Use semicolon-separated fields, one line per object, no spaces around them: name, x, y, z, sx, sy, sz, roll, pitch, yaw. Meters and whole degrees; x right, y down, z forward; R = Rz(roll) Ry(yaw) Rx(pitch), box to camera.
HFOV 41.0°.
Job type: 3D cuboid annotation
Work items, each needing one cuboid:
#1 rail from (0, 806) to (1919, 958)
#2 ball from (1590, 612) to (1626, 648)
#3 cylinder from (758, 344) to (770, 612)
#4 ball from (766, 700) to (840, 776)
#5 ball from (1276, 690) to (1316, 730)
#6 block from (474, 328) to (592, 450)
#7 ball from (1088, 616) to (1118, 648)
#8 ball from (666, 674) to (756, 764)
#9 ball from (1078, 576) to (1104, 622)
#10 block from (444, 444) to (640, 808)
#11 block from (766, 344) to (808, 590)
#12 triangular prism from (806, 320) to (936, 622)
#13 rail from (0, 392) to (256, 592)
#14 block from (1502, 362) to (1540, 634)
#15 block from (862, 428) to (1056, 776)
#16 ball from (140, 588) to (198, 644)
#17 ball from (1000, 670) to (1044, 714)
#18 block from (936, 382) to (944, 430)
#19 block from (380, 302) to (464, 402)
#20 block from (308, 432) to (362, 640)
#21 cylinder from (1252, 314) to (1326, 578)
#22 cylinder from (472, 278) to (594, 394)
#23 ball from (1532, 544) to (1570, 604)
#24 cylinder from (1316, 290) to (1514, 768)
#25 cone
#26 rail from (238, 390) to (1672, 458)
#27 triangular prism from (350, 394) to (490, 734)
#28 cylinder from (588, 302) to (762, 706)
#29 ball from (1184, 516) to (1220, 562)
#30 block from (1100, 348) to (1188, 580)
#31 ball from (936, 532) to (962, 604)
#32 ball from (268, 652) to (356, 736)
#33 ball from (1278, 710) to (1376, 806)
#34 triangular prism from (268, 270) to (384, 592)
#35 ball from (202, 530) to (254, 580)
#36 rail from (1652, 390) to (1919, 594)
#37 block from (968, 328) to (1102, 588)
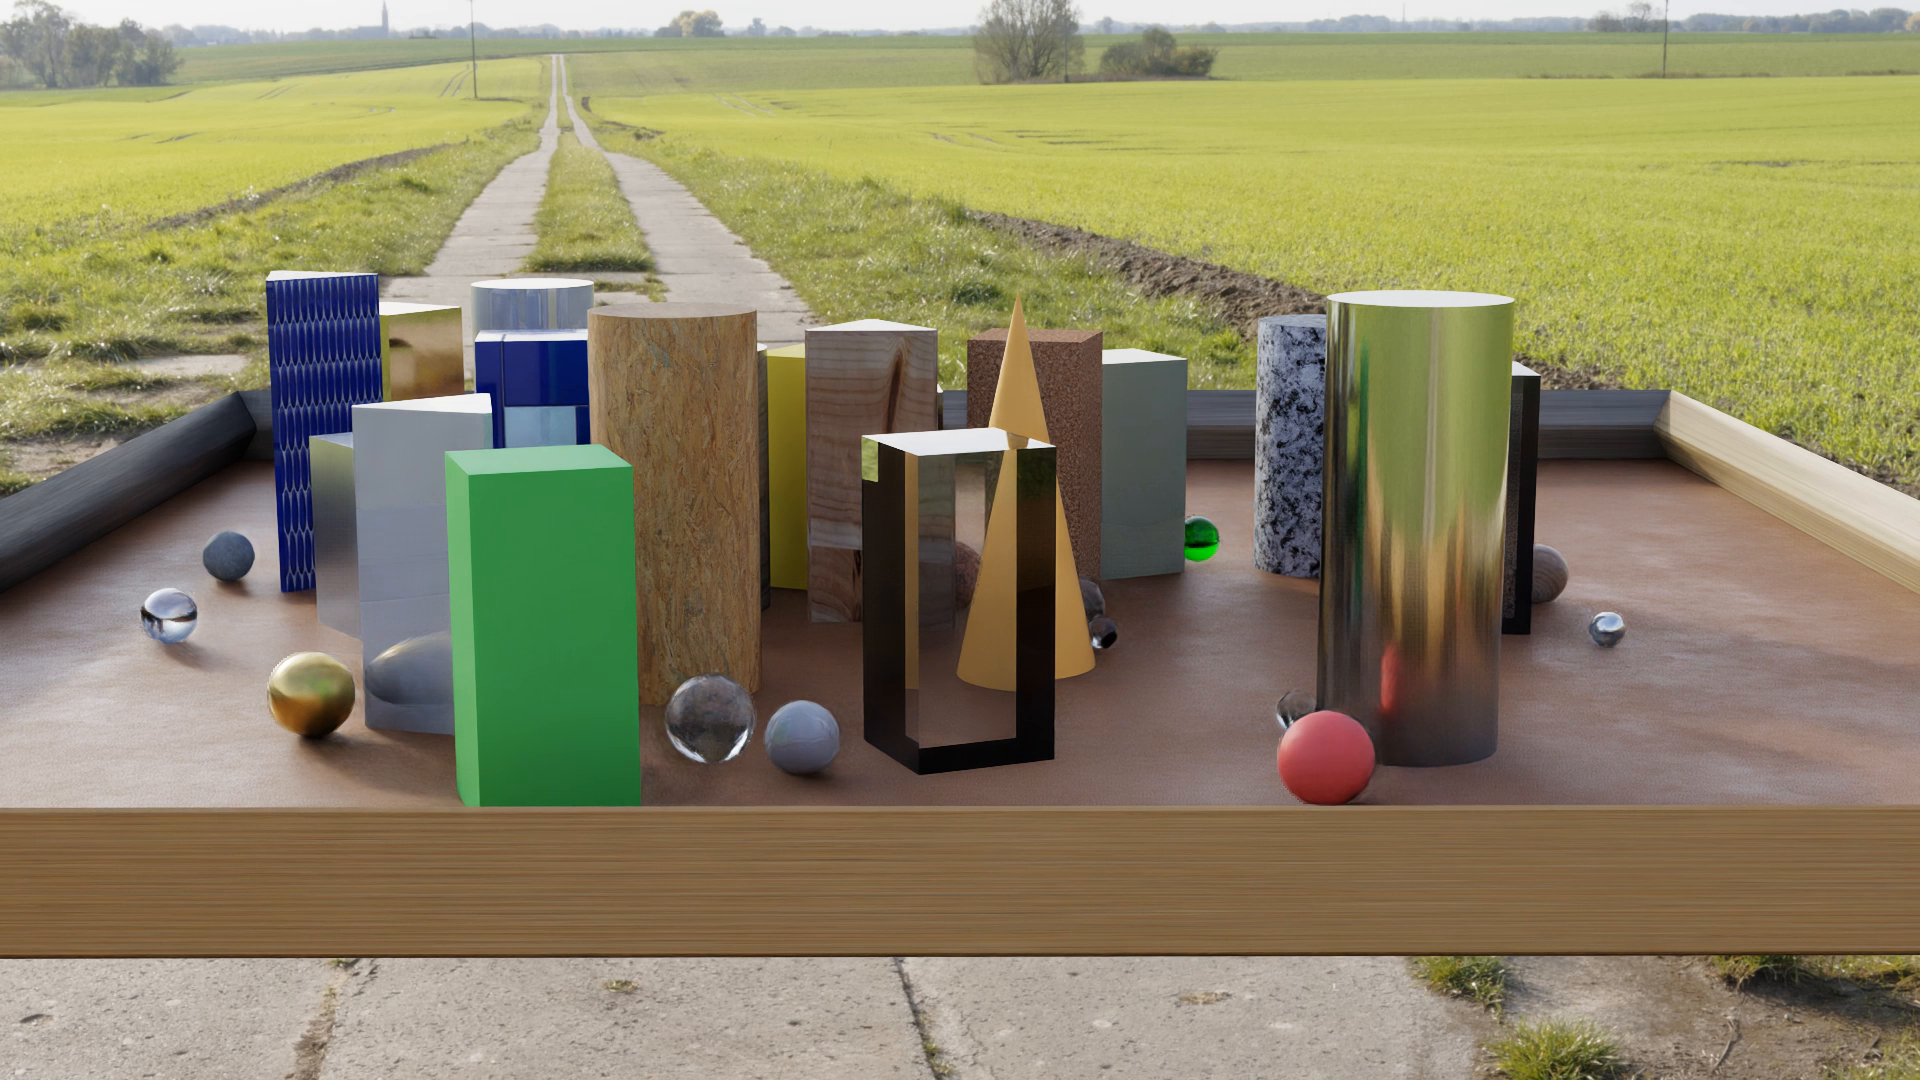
rail;0.008;0.277;2.132;2.674;0.127;0.045;0;11;0
ball;0.819;0.113;3.244;0.045;0.045;0.045;0;11;0
cylinder;-0.355;-0.084;3.464;0.195;0.353;0.195;0;11;0
ball;-0.163;0.205;2.659;0.078;0.078;0.078;0;11;0
ball;0.372;0.190;2.827;0.047;0.047;0.047;0;11;0
block;-0.612;-0.125;3.708;0.156;0.344;0.156;-1;11;-7
ball;0.179;0.117;3.237;0.040;0.040;0.040;0;11;0
ball;-0.263;0.188;2.704;0.094;0.094;0.094;0;11;0
ball;0.149;0.085;3.312;0.076;0.076;0.076;0;11;0
block;-0.411;0.092;2.524;0.156;0.349;0.156;-4;11;-19
block;-0.193;-0.104;3.644;0.156;0.327;0.156;5;12;26
triangular prism;-0.118;-0.096;3.435;0.169;0.386;0.146;0;11;-2
rail;-1.313;0.034;3.442;0.045;0.127;2.727;0;11;0
block;0.660;-0.058;3.365;0.156;0.337;0.156;0;11;1
block;-0.002;0.061;2.731;0.156;0.335;0.156;-5;11;-23
ball;-1.006;0.097;3.264;0.071;0.071;0.071;0;11;0
ball;0.070;0.173;2.911;0.049;0.049;0.049;0;11;0
block;-0.110;-0.117;3.948;0.156;0.241;0.156;-1;11;-5
block;-0.869;-0.175;3.930;0.156;0.361;0.156;7;12;32
block;-0.740;-0.011;3.353;0.156;0.249;0.156;-8;13;-37
cylinder;0.529;-0.140;3.745;0.195;0.360;0.195;0;11;0
cylinder;-0.685;-0.224;4.145;0.195;0.380;0.195;0;11;0
ball;0.791;0.046;3.507;0.081;0.081;0.081;0;11;0
cylinder;0.484;-0.017;2.743;0.195;0.483;0.195;0;11;0
cone;0.070;-0.075;3.121;0.195;0.460;0.195;0;11;0
rail;-0.008;-0.212;4.766;2.674;0.127;0.045;0;11;0
triangular prism;-0.560;0.023;2.869;0.169;0.359;0.146;4;11;19
cylinder;-0.333;-0.047;3.005;0.195;0.446;0.195;0;11;0
ball;0.347;-0.002;3.750;0.067;0.067;0.067;0;11;0
block;0.222;-0.113;3.734;0.156;0.310;0.156;-5;12;-25
ball;-0.039;0.039;3.502;0.097;0.097;0.097;0;11;0
ball;-0.710;0.169;2.811;0.093;0.093;0.093;0;11;0
ball;0.364;0.217;2.547;0.095;0.095;0.095;0;11;0
triangular prism;-0.931;-0.161;3.653;0.169;0.435;0.146;-9;14;-41
ball;-1.044;0.023;3.659;0.072;0.072;0.072;0;11;0
rail;1.313;0.031;3.456;0.045;0.127;2.727;0;11;0
block;0.104;-0.101;3.530;0.156;0.362;0.156;3;11;13
